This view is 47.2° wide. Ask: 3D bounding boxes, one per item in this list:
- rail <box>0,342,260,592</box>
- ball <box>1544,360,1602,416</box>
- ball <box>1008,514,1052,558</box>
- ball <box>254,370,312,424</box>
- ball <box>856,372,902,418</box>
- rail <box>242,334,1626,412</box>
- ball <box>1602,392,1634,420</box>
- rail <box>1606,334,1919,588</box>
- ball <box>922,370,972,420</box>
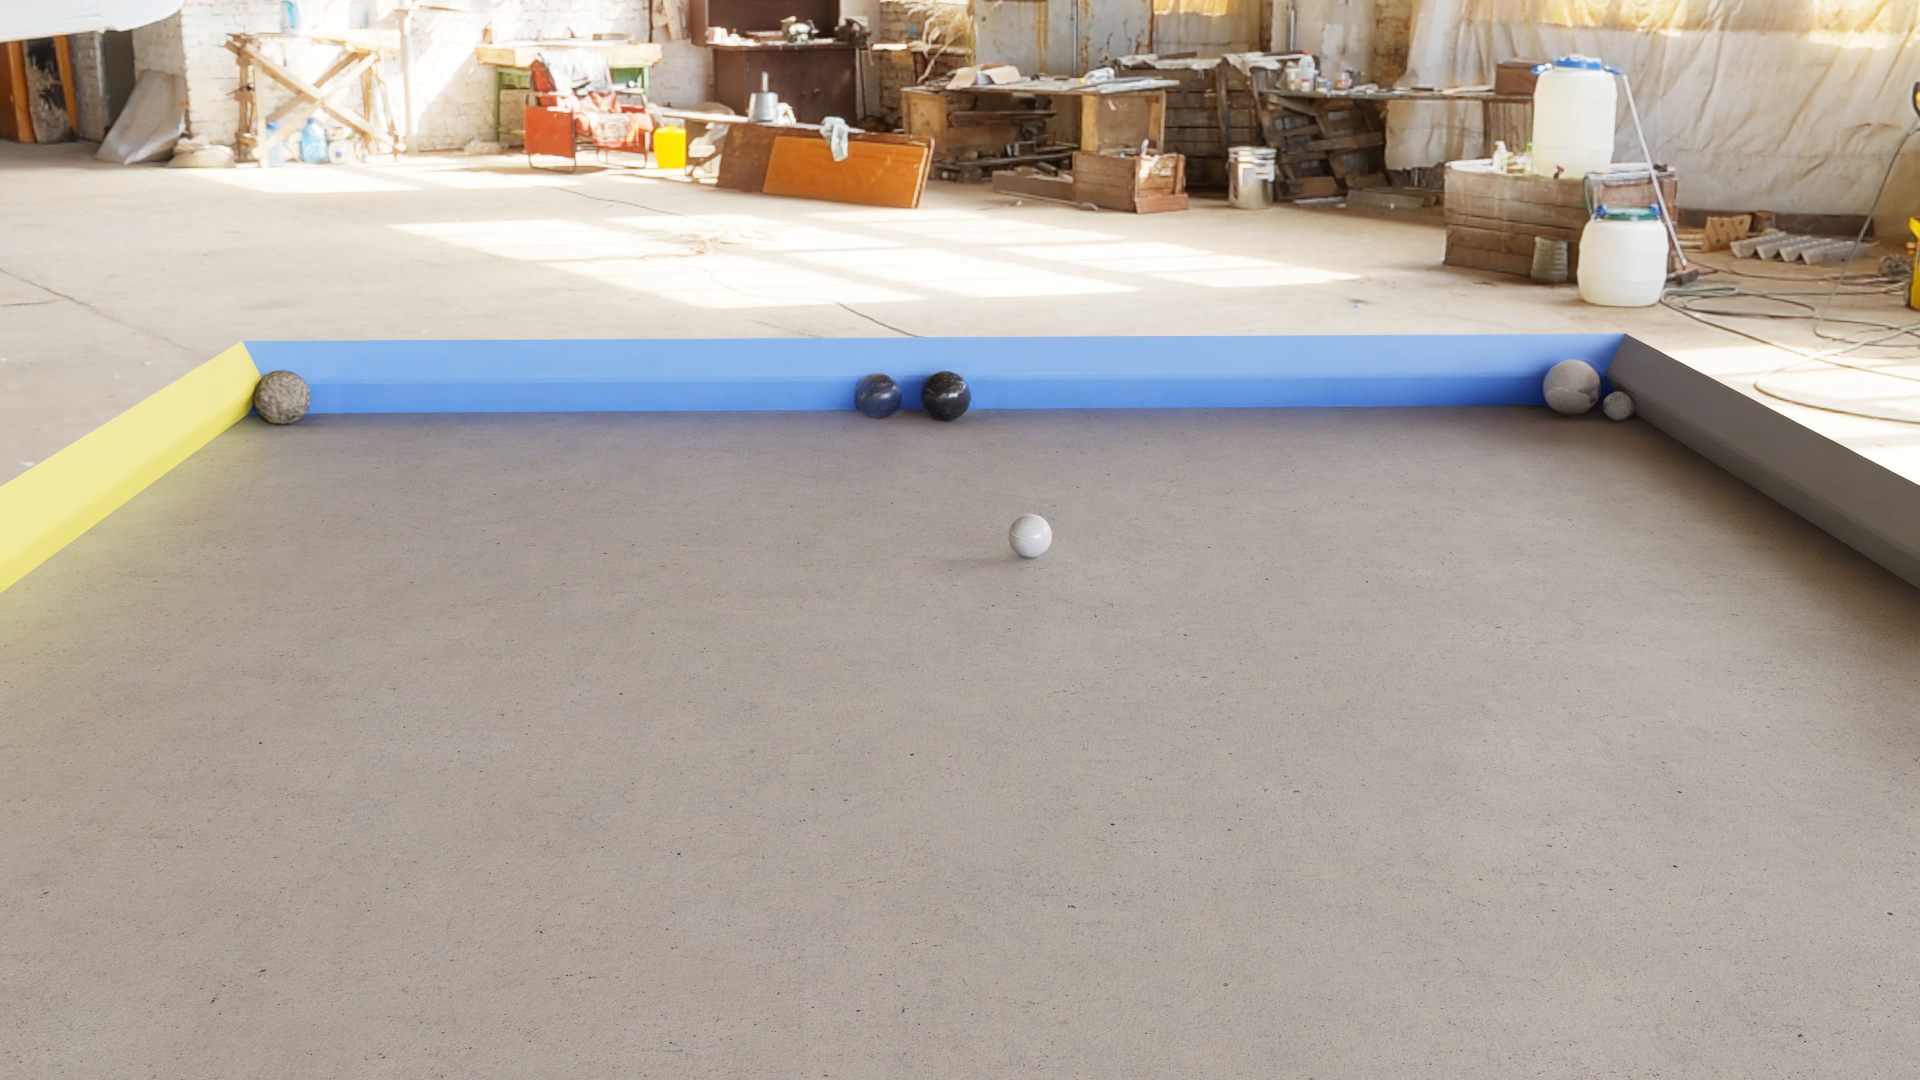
[{"bbox_3d":[-1.174,0.255,1.862,0.045,0.128,4.203,0,15,-2],"label":"rail"},{"bbox_3d":[1.080,-0.268,3.877,0.099,0.099,0.099,0,15,0],"label":"ball"},{"bbox_3d":[0.095,-0.006,2.972,0.059,0.059,0.059,0,15,0],"label":"ball"},{"bbox_3d":[-1.172,-0.247,3.806,0.095,0.095,0.095,0,15,0],"label":"ball"},{"bbox_3d":[-0.143,-0.253,3.854,0.081,0.081,0.081,0,15,0],"label":"ball"},{"bbox_3d":[-0.034,-0.292,3.906,2.466,0.128,0.045,0,15,-2],"label":"rail"},{"bbox_3d":[1.150,-0.234,3.843,0.051,0.051,0.051,0,15,0],"label":"ball"},{"bbox_3d":[1.243,0.234,1.939,0.045,0.128,4.203,0,15,-2],"label":"rail"},{"bbox_3d":[-0.024,-0.252,3.840,0.088,0.088,0.088,0,15,0],"label":"ball"}]
